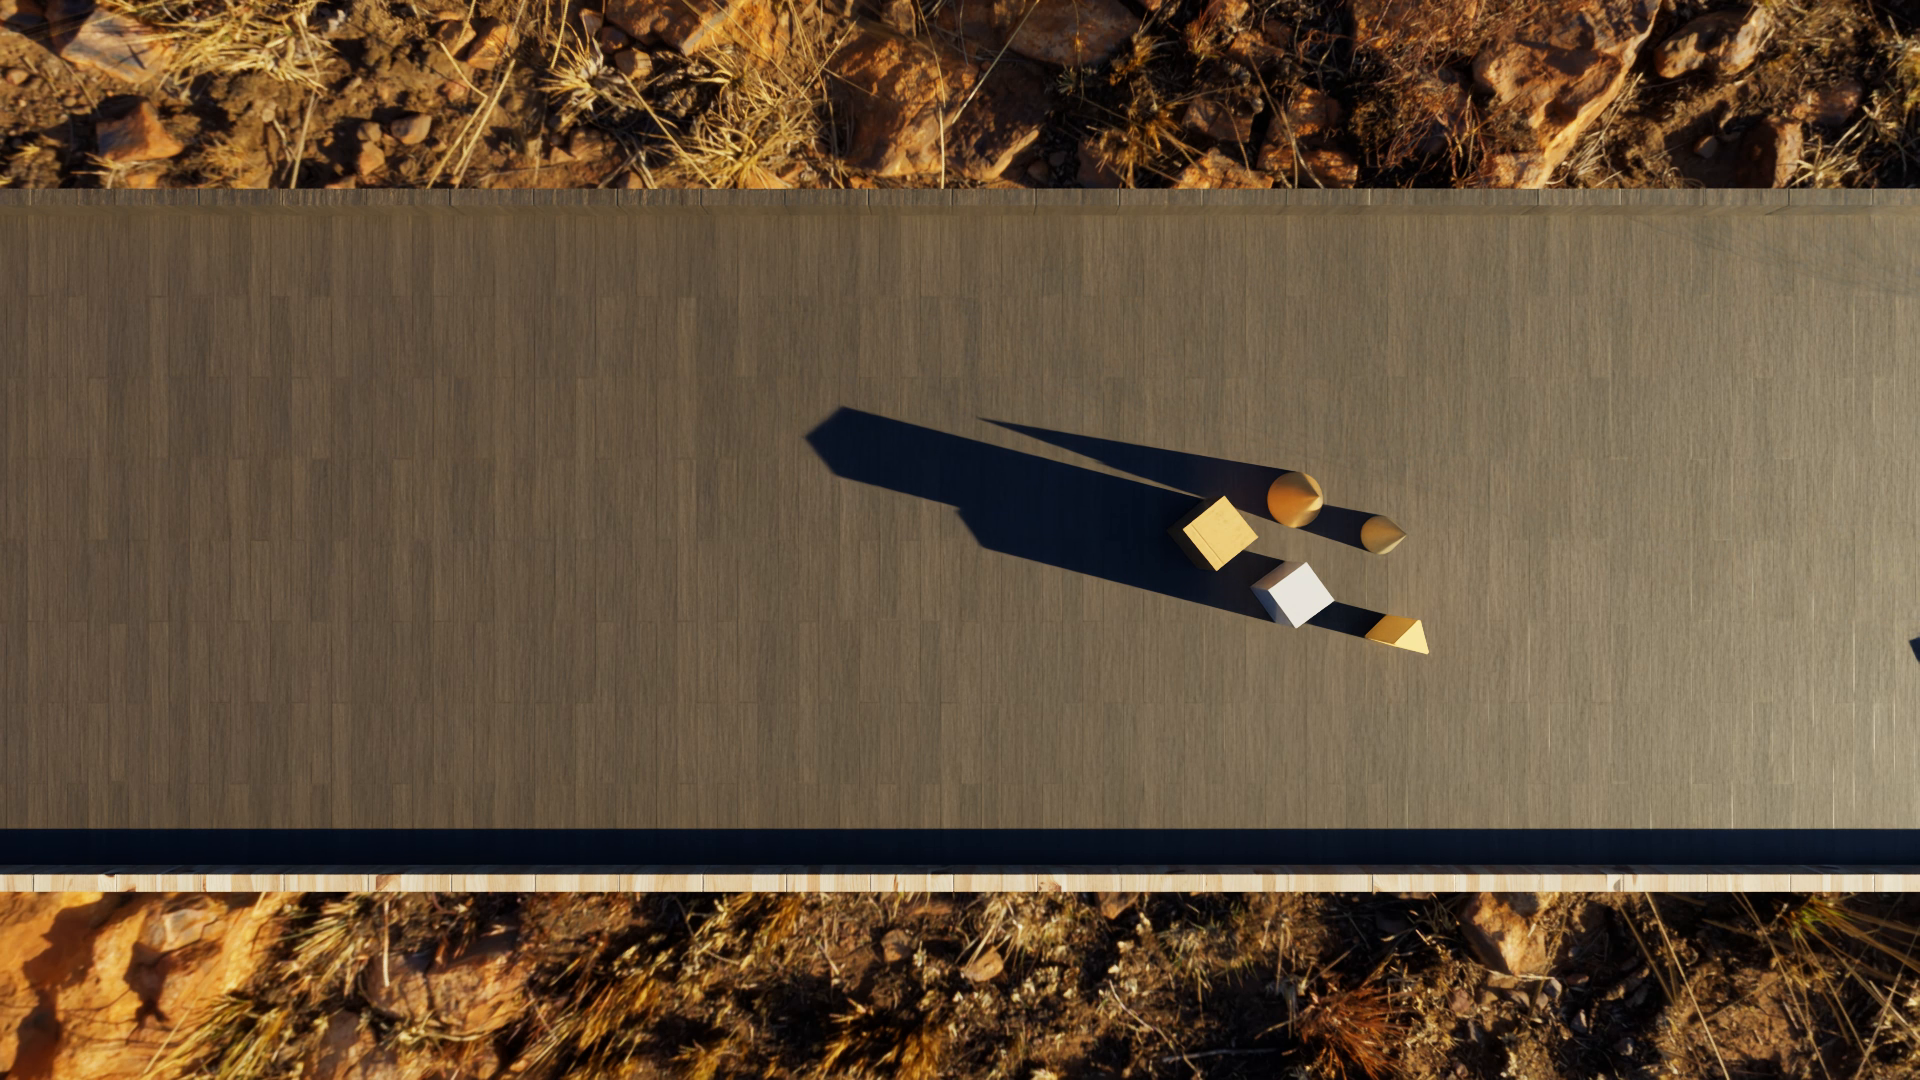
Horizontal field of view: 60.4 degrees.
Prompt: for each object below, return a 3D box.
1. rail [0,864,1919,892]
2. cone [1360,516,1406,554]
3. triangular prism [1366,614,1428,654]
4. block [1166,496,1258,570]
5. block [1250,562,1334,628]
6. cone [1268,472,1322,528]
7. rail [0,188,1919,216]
[{"bbox_3d":[-2.247,1.025,5.001,12.000,0.150,0.050,0,90,0],"label":"rail"},{"bbox_3d":[1.293,-0.016,4.921,0.120,0.310,0.120,0,90,0],"label":"cone"},{"bbox_3d":[1.304,0.270,4.898,0.098,0.356,0.085,16,90,0],"label":"triangular prism"},{"bbox_3d":[0.741,-0.019,4.885,0.152,0.384,0.152,-39,90,0],"label":"block"},{"bbox_3d":[0.986,0.160,4.921,0.137,0.311,0.137,-36,90,0],"label":"block"},{"bbox_3d":[1.031,-0.124,4.906,0.172,0.341,0.172,0,90,0],"label":"cone"},{"bbox_3d":[-2.247,-1.025,5.002,12.000,0.150,0.050,0,90,0],"label":"rail"}]
